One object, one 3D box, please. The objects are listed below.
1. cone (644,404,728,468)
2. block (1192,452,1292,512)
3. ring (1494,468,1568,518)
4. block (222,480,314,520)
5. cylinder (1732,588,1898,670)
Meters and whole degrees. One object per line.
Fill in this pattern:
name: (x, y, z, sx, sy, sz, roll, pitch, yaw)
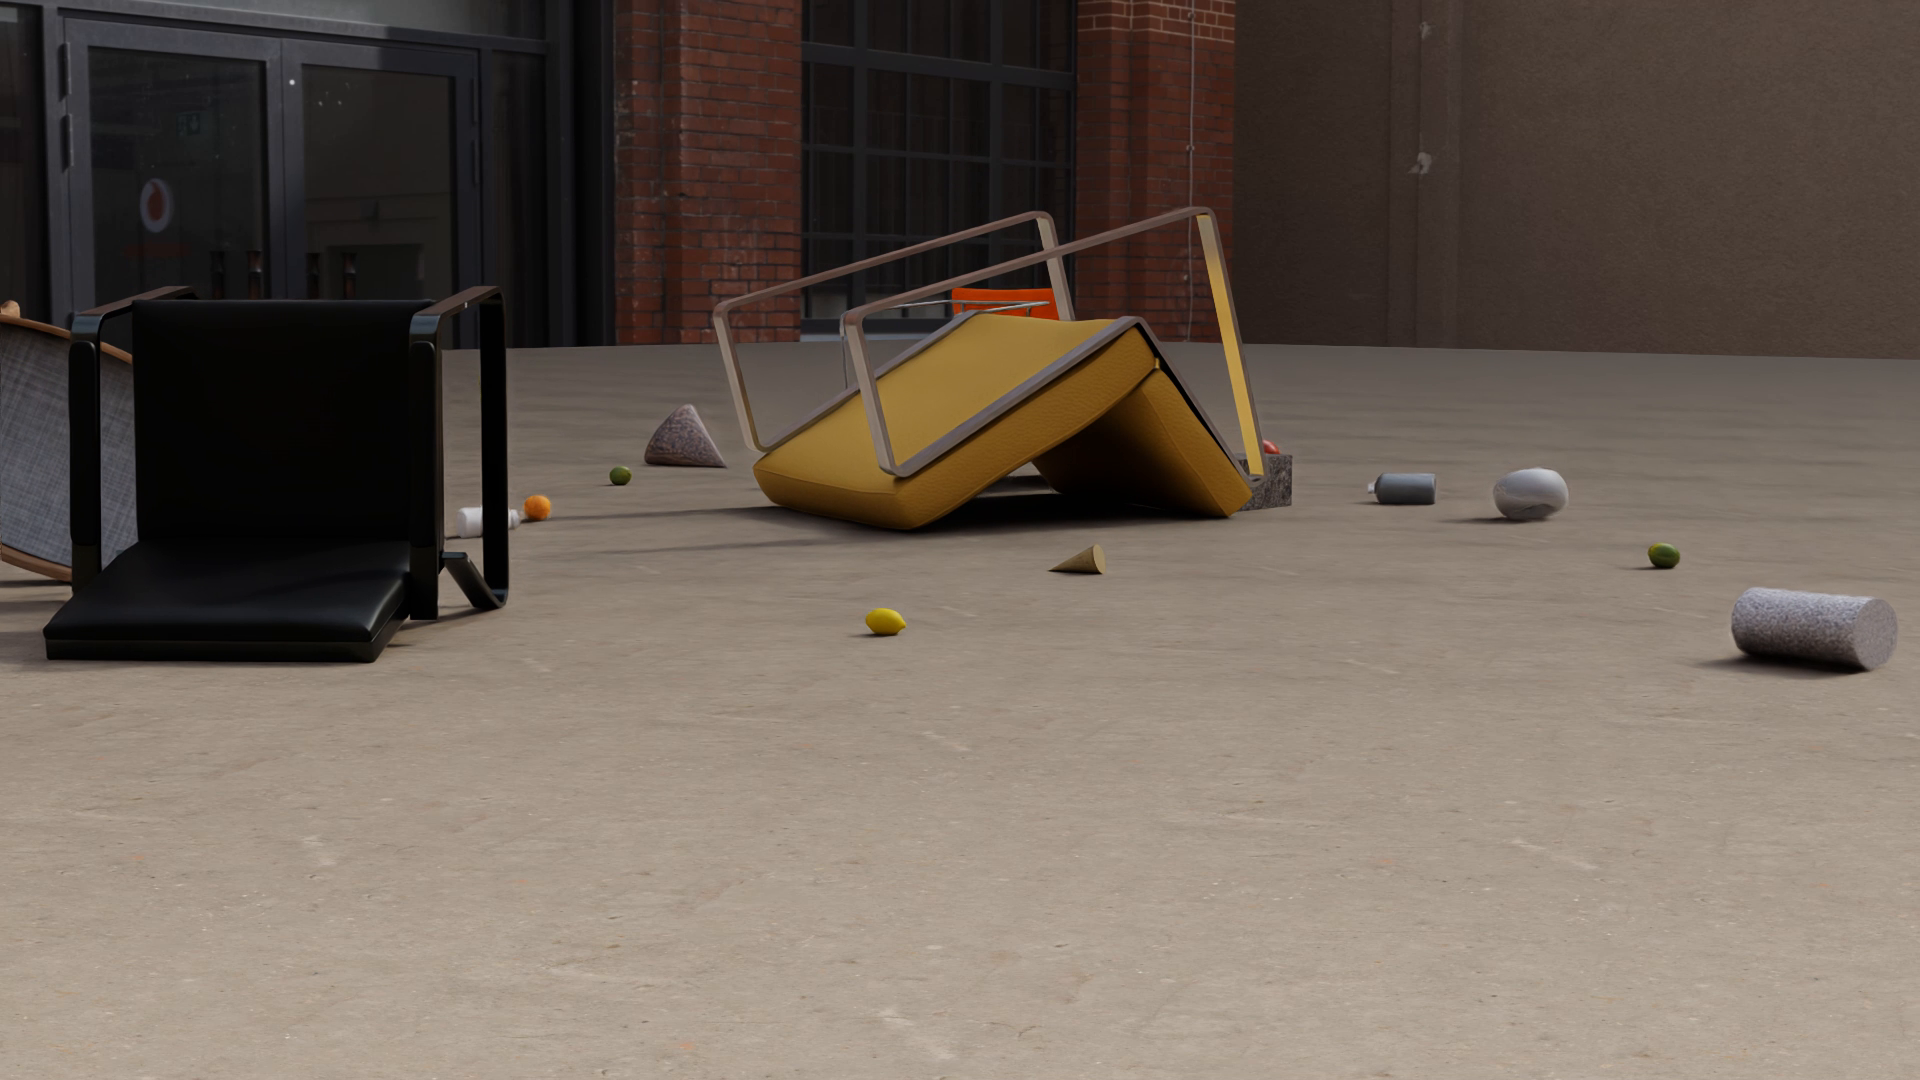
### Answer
cone: (-0.907, -0.310, 8.902, 0.311, 0.264, 0.130, 30, -15, 36)
block: (0.806, -0.167, 7.319, 0.162, 0.146, 0.255, 5, 8, 43)
ring: (1.545, -0.125, 6.944, 0.226, 0.101, 0.170, 3, -22, -33)
block: (-1.896, -0.110, 7.029, 0.131, 0.092, 0.201, 5, 8, 41)
cylinder: (1.455, 0.150, 4.371, 0.165, 0.119, 0.219, 7, -1, -45)
